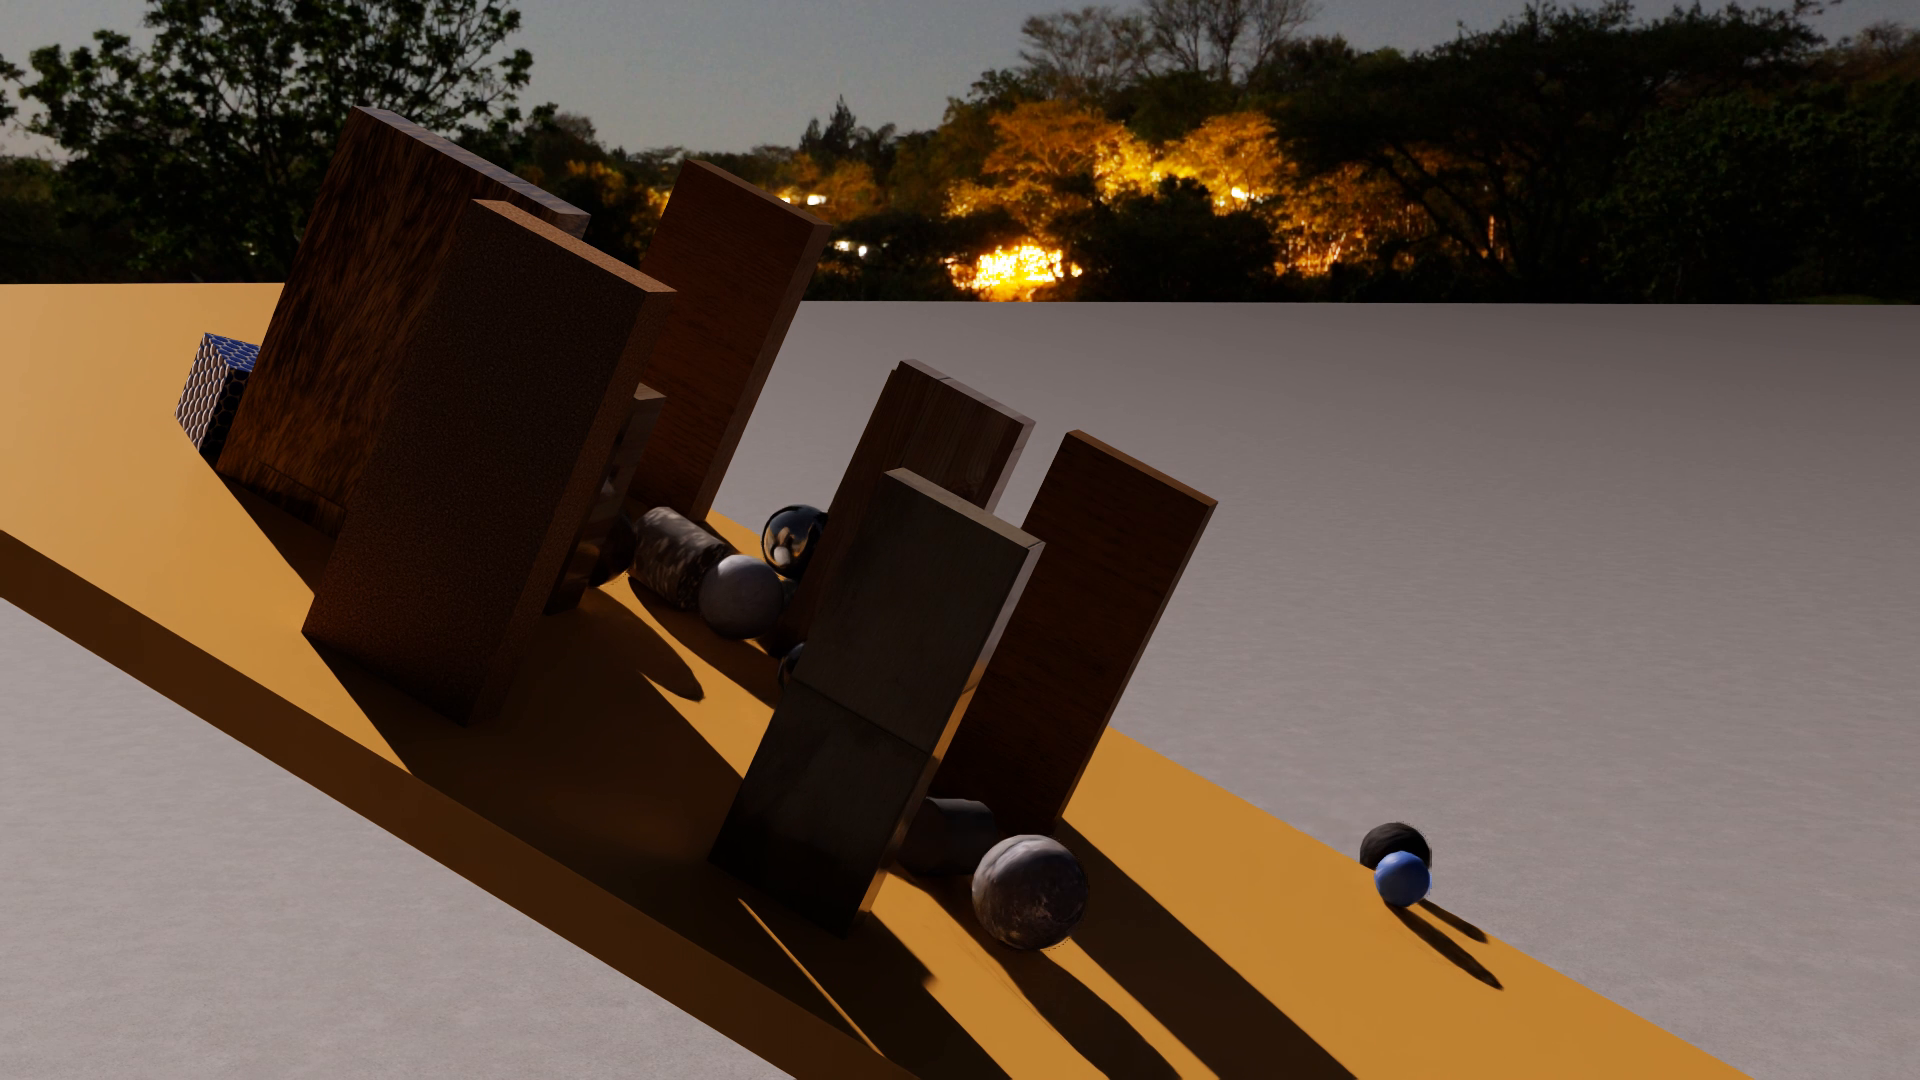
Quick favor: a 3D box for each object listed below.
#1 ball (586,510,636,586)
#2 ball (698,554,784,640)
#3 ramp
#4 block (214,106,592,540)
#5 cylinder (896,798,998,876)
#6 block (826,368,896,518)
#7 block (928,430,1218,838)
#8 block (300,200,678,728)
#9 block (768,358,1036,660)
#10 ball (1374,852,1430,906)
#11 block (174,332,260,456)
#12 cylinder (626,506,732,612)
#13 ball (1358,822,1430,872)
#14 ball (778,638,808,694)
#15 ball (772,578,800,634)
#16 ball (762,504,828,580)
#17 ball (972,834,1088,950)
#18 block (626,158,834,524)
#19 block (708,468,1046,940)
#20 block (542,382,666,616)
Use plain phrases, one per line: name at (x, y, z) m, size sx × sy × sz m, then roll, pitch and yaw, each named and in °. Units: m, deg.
ball at (-0.730, 0.005, 4.356) m, size 0.173 × 0.173 × 0.173 m, roll 0°, pitch 7°, yaw 0°
ball at (-0.443, 0.116, 4.448) m, size 0.173 × 0.173 × 0.173 m, roll 0°, pitch 7°, yaw 0°
ramp at (-0.256, 0.433, 4.166) m, size 4.000 × 0.100 × 2.000 m, roll 28°, pitch 14°, yaw 12°
block at (-1.020, -0.354, 4.002) m, size 0.447 × 0.731 × 0.125 m, roll 28°, pitch 14°, yaw 12°
cylinder at (-0.026, 0.510, 3.786) m, size 0.130 × 0.130 × 0.130 m, roll 6°, pitch -3°, yaw 43°
block at (-0.132, -0.030, 4.632) m, size 0.277 × 0.601 × 0.093 m, roll 28°, pitch 14°, yaw 12°
block at (0.182, 0.188, 4.090) m, size 0.294 × 0.729 × 0.088 m, roll 28°, pitch 14°, yaw 12°
block at (-0.756, -0.119, 3.504) m, size 0.328 × 0.768 × 0.109 m, roll 28°, pitch 14°, yaw 12°
block at (-0.120, -0.001, 4.408) m, size 0.280 × 0.664 × 0.091 m, roll 28°, pitch 14°, yaw 12°
ball at (0.950, 0.728, 4.724) m, size 0.117 × 0.117 × 0.117 m, roll 0°, pitch 7°, yaw 0°
block at (-1.372, -0.265, 4.229) m, size 0.178 × 0.178 × 0.178 m, roll 14°, pitch 18°, yaw -40°
cylinder at (-0.581, 0.040, 4.515) m, size 0.162 × 0.162 × 0.162 m, roll 32°, pitch 22°, yaw 27°
ball at (0.979, 0.716, 4.955) m, size 0.158 × 0.158 × 0.158 m, roll 0°, pitch 7°, yaw 0°
ball at (-0.278, 0.261, 4.247) m, size 0.147 × 0.147 × 0.147 m, roll 0°, pitch 7°, yaw 0°
ball at (-0.347, 0.143, 4.602) m, size 0.129 × 0.129 × 0.129 m, roll 0°, pitch 7°, yaw 0°
ball at (-0.332, 0.005, 4.565) m, size 0.159 × 0.159 × 0.159 m, roll 0°, pitch 7°, yaw 0°
ball at (0.115, 0.582, 3.637) m, size 0.191 × 0.191 × 0.191 m, roll 0°, pitch 7°, yaw 0°
block at (-0.607, -0.451, 5.043) m, size 0.343 × 0.756 × 0.119 m, roll 28°, pitch 14°, yaw 12°
block at (-0.133, 0.253, 3.382) m, size 0.252 × 0.685 × 0.093 m, roll 28°, pitch 14°, yaw 12°
block at (-0.830, -0.153, 4.174) m, size 0.388 × 0.453 × 0.119 m, roll 28°, pitch 14°, yaw 12°
